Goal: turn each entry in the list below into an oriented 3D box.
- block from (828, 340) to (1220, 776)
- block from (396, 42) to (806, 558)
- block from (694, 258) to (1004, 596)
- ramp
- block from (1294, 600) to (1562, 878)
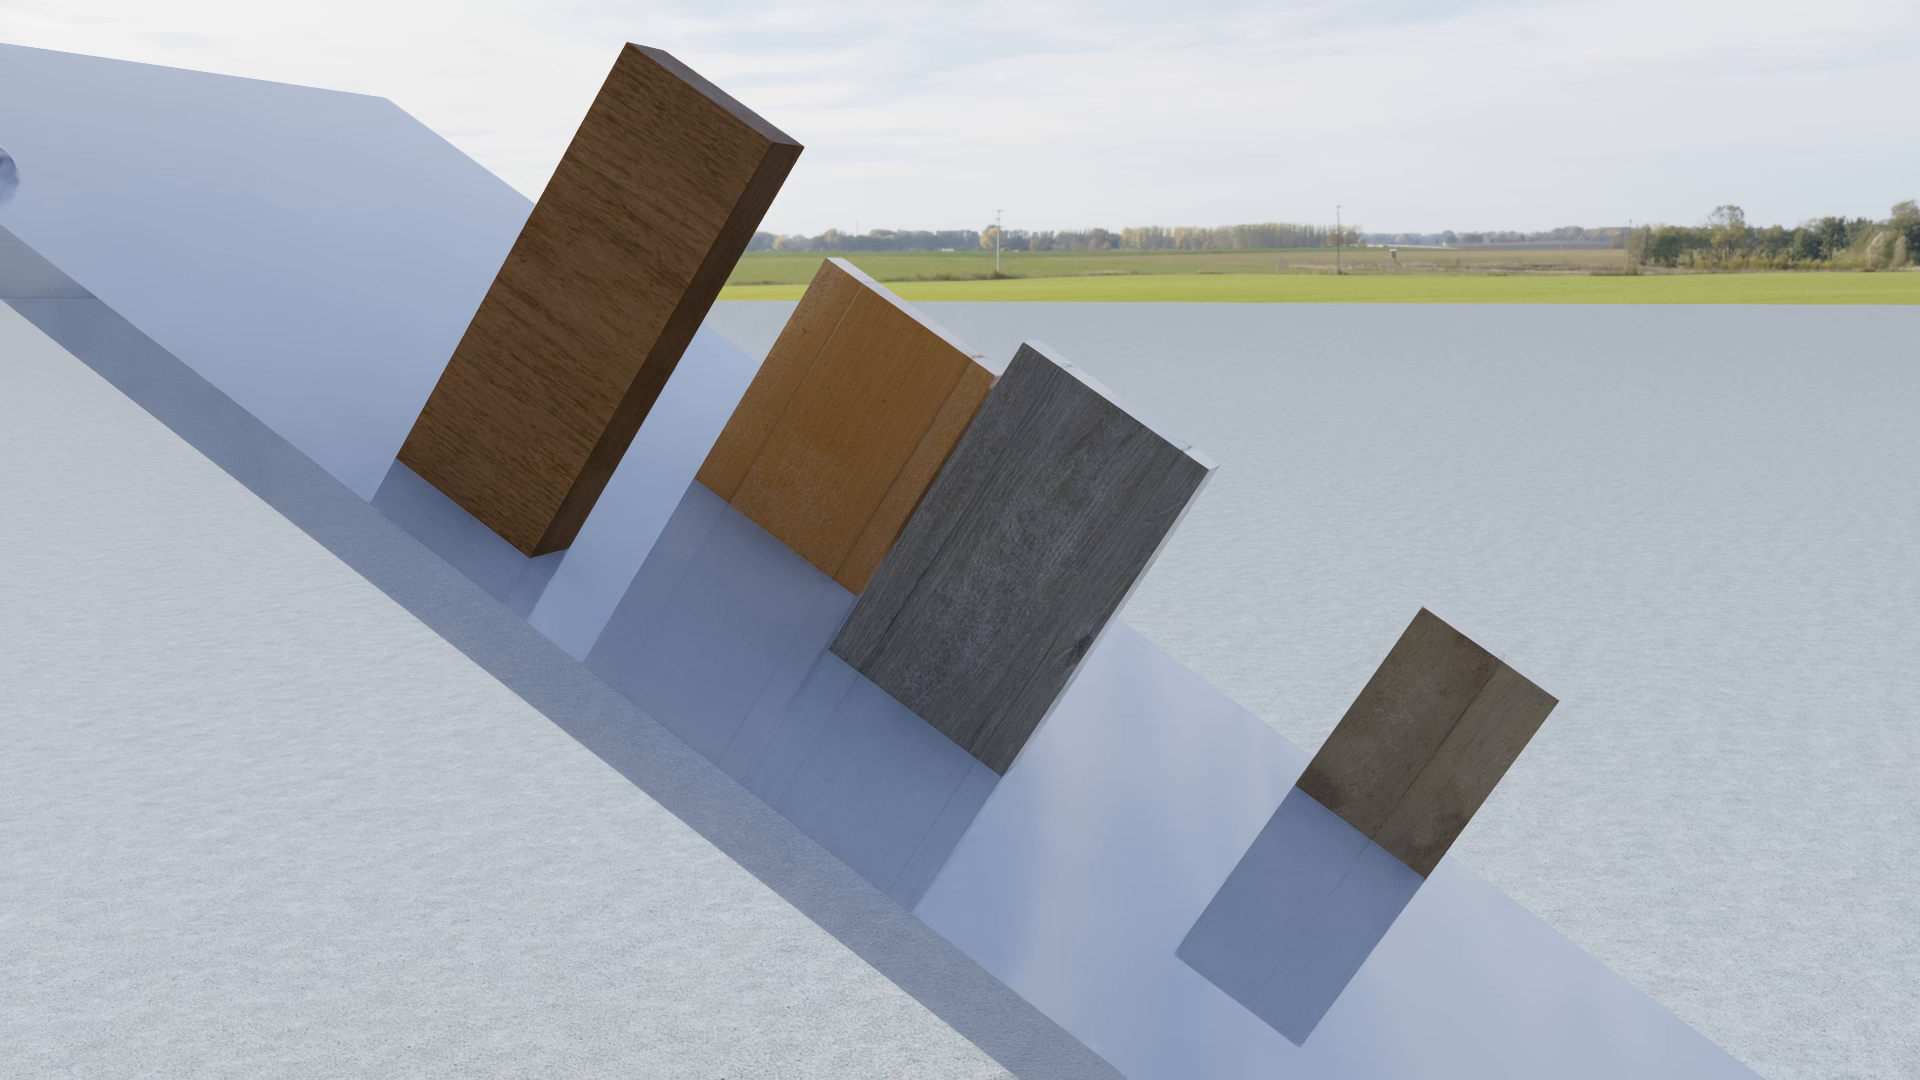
[{"bbox_3d":[0.102,0.032,3.715,0.373,0.634,0.095,36,15,10],"label":"block"},{"bbox_3d":[-0.560,-0.363,3.392,0.275,0.750,0.133,36,15,10],"label":"block"},{"bbox_3d":[-0.207,-0.213,4.127,0.390,0.495,0.091,36,15,10],"label":"block"},{"bbox_3d":[-0.127,0.214,4.099,4.000,0.100,2.000,36,15,10],"label":"ramp"},{"bbox_3d":[0.974,0.416,4.591,0.331,0.468,0.091,36,15,10],"label":"block"}]
